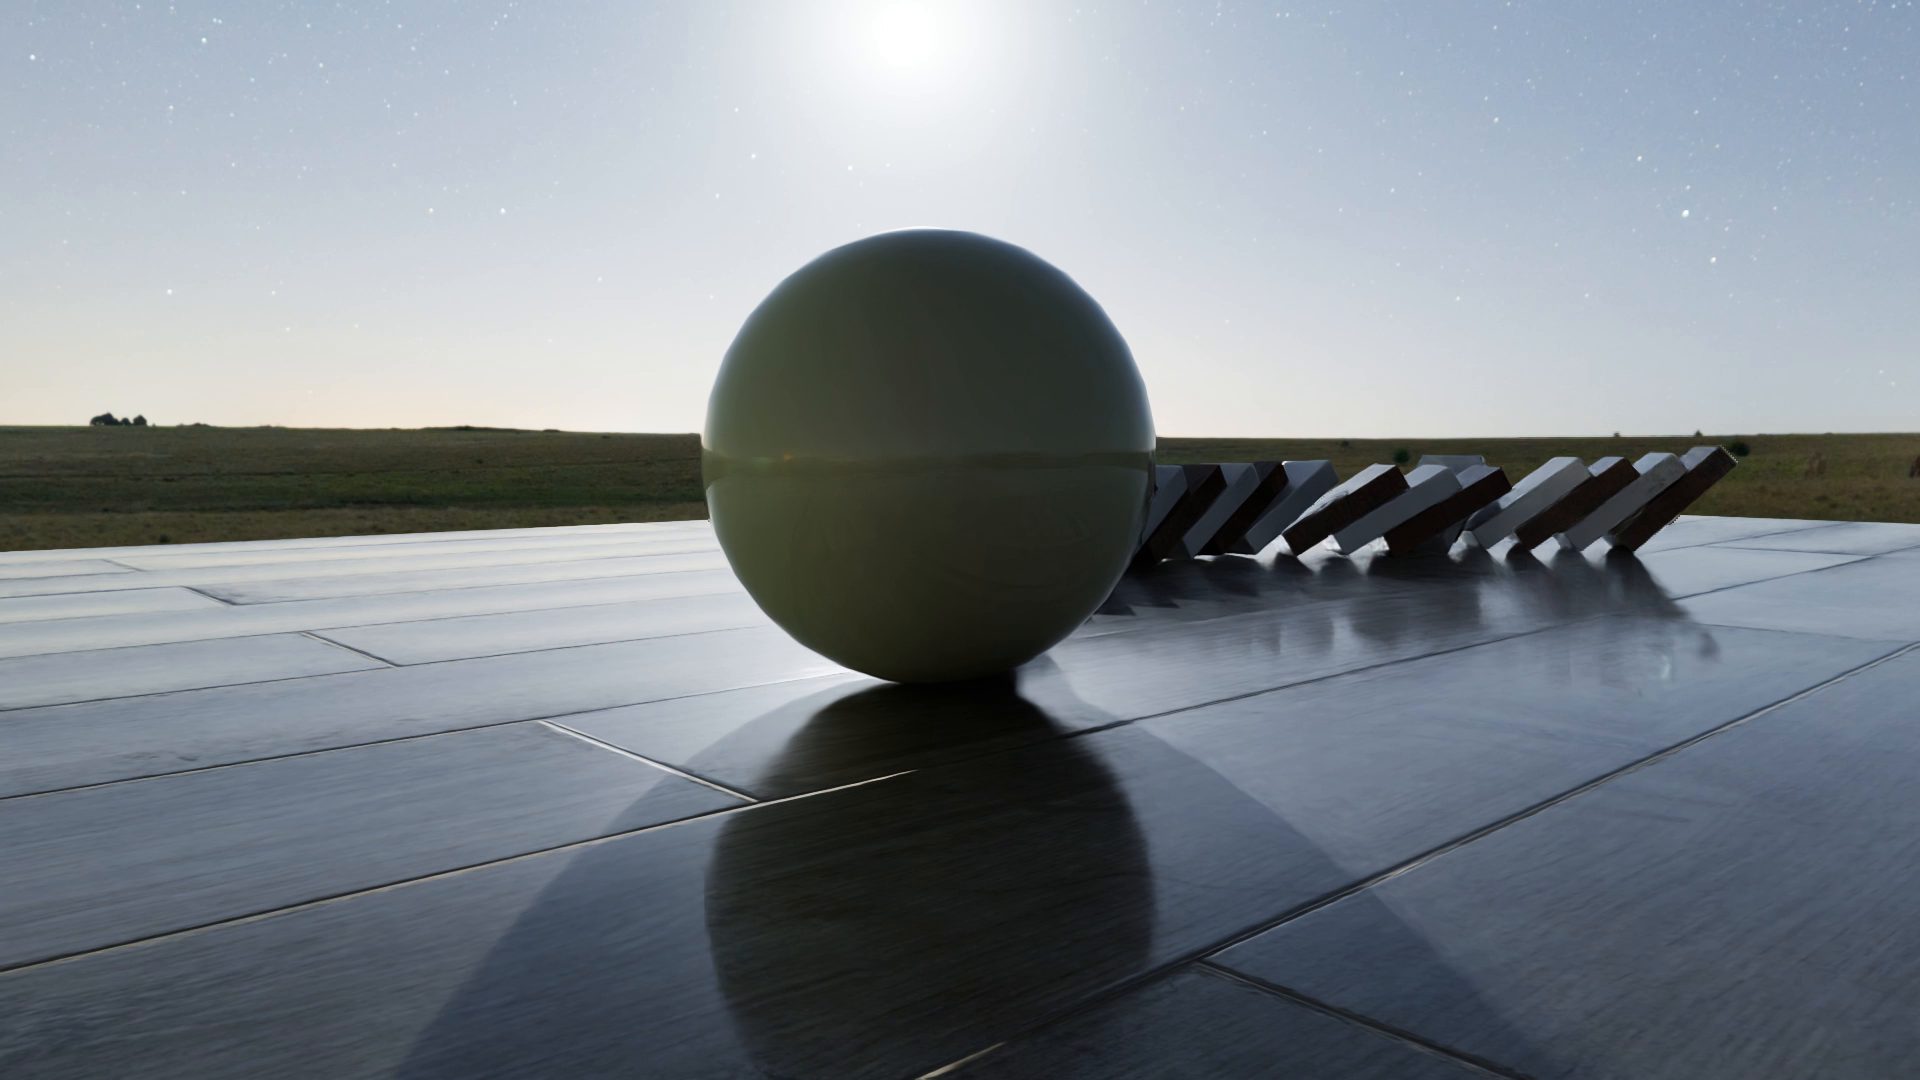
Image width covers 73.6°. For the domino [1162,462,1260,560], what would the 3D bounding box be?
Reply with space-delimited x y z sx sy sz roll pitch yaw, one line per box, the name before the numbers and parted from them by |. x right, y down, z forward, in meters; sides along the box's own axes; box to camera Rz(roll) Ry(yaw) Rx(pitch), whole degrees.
domino | 0.089 -0.011 0.482 0.025 0.009 0.050 2 37 48

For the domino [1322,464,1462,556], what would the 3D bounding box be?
domino | 0.163 -0.012 0.490 0.050 0.009 0.025 -31 5 2

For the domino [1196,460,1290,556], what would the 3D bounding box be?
domino | 0.102 -0.013 0.494 0.025 0.010 0.050 1 36 50

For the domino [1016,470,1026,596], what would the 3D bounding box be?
domino | 0.006 -0.003 0.377 0.025 0.010 0.050 0 37 5

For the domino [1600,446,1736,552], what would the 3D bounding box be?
domino | 0.279 -0.016 0.509 0.050 0.009 0.025 -44 -4 10

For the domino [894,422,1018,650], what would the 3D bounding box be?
domino | 0.000 -0.002 0.274 0.025 0.050 0.009 0 -28 1

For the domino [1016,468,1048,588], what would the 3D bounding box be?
domino | 0.012 -0.005 0.396 0.025 0.010 0.050 1 37 11

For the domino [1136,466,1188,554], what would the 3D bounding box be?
domino | 0.058 -0.009 0.458 0.025 0.010 0.050 3 37 40

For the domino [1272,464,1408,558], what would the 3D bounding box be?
domino | 0.144 -0.012 0.493 0.050 0.009 0.025 -32 4 1

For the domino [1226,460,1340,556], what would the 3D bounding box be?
domino | 0.121 -0.013 0.500 0.050 0.009 0.025 -38 18 -20

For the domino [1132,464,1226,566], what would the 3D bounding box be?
domino | 0.074 -0.010 0.470 0.025 0.009 0.050 4 38 46

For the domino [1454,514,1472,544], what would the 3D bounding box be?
domino | 0.200 -0.013 0.537 0.025 0.009 0.050 -5 23 37

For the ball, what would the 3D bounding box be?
ball | -0.005 -0.015 0.228 0.080 0.080 0.080 0 4 0

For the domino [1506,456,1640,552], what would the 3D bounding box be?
domino | 0.244 -0.015 0.516 0.050 0.010 0.025 -37 -3 11

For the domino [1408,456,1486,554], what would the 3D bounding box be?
domino | 0.191 -0.015 0.515 0.025 0.010 0.050 4 43 42

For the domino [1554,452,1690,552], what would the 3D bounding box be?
domino | 0.262 -0.016 0.512 0.050 0.010 0.025 -40 -3 10

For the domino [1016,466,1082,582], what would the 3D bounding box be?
domino | 0.021 -0.006 0.413 0.025 0.009 0.050 1 37 21

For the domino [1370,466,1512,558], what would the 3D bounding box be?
domino | 0.181 -0.011 0.488 0.050 0.010 0.025 -31 5 2

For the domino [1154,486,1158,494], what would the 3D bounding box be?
domino | 0.046 -0.008 0.444 0.025 0.010 0.050 3 37 37

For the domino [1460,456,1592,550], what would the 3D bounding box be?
domino | 0.228 -0.015 0.520 0.050 0.010 0.025 -36 0 7

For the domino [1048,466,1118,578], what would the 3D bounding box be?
domino | 0.032 -0.007 0.429 0.025 0.009 0.050 2 37 29
